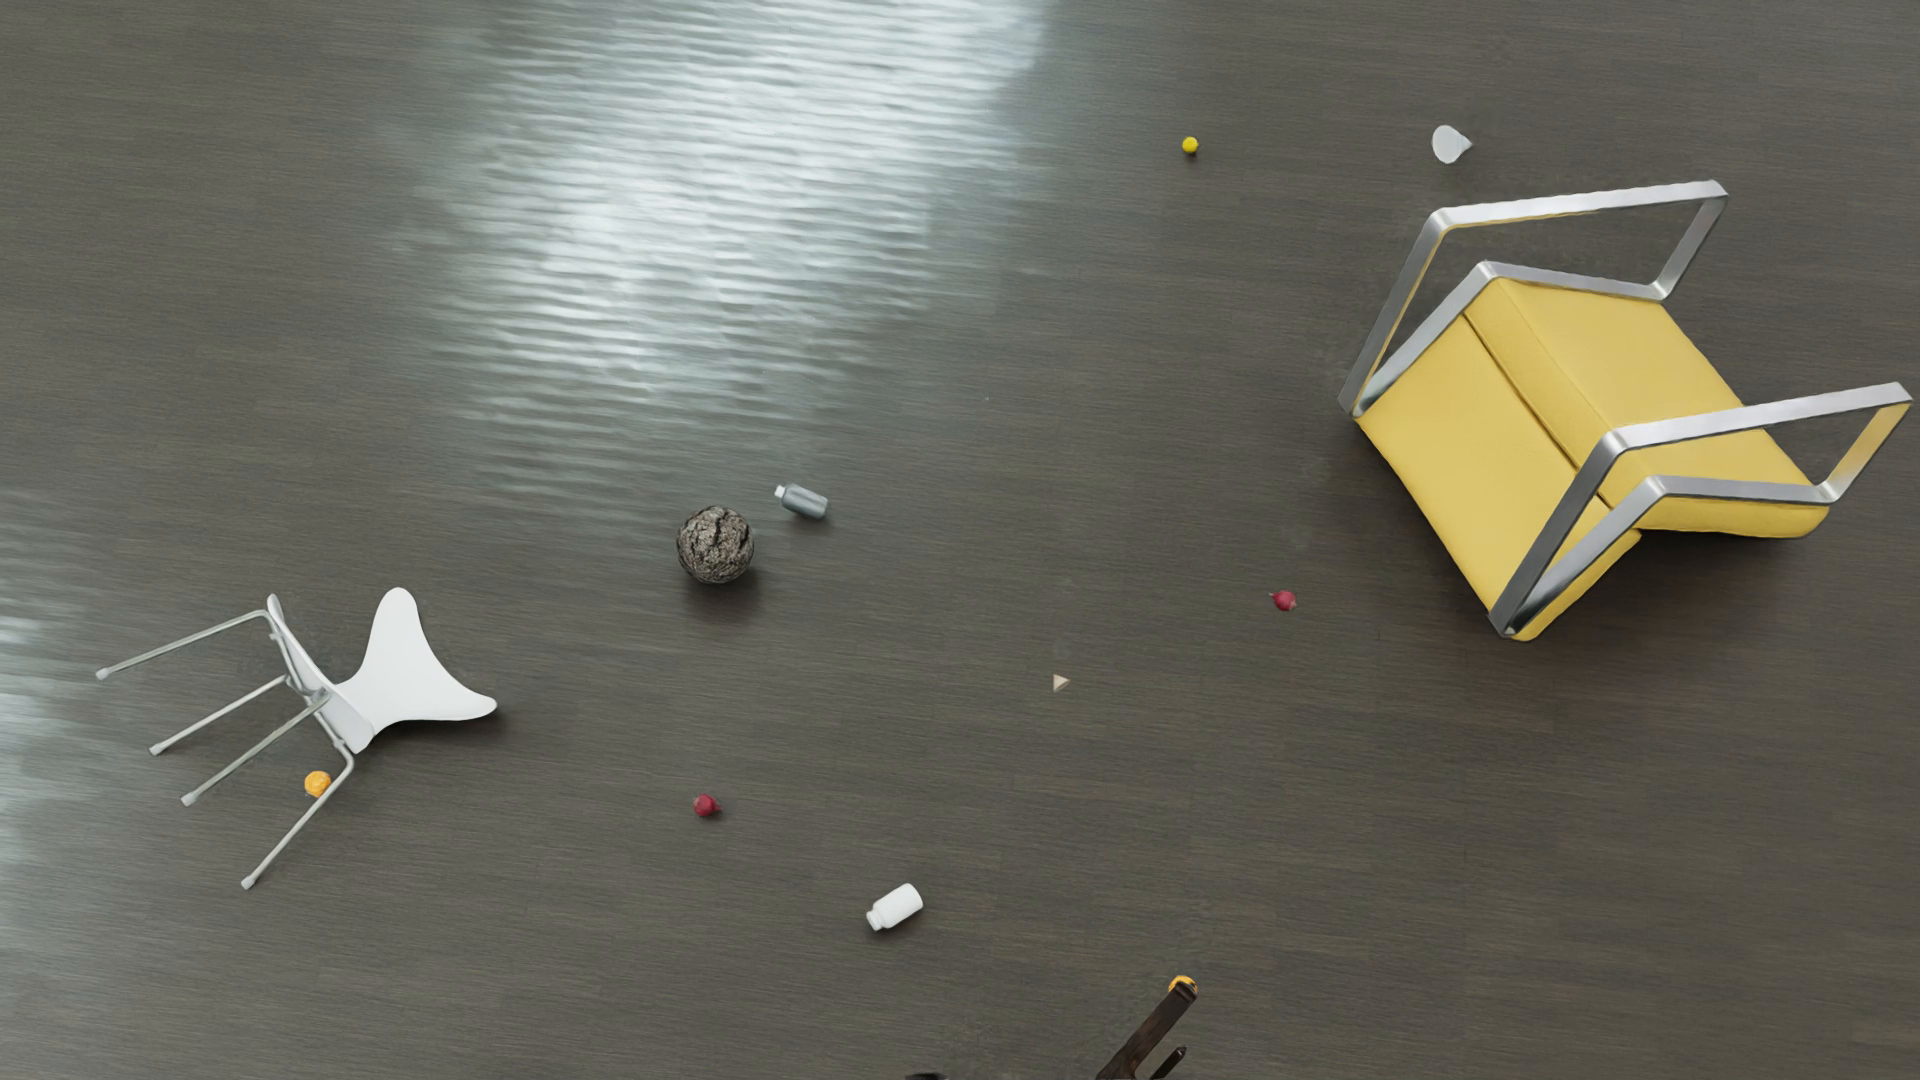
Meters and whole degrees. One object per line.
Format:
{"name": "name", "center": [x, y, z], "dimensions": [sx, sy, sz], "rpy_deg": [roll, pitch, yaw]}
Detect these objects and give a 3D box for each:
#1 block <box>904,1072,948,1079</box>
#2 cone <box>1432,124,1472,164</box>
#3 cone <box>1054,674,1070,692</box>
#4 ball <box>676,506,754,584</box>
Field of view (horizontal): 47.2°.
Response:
{"name": "block", "center": [-0.070, 1.404, 5.512], "dimensions": [0.102, 0.117, 0.095], "rpy_deg": [-16, 51, 35]}
{"name": "cone", "center": [1.690, -1.339, 7.435], "dimensions": [0.124, 0.119, 0.141], "rpy_deg": [-7, 48, -32]}
{"name": "cone", "center": [0.279, 0.398, 6.258], "dimensions": [0.056, 0.071, 0.041], "rpy_deg": [-32, 77, -11]}
{"name": "ball", "center": [-0.716, 0.015, 6.426], "dimensions": [0.230, 0.230, 0.230], "rpy_deg": [0, 56, 0]}
